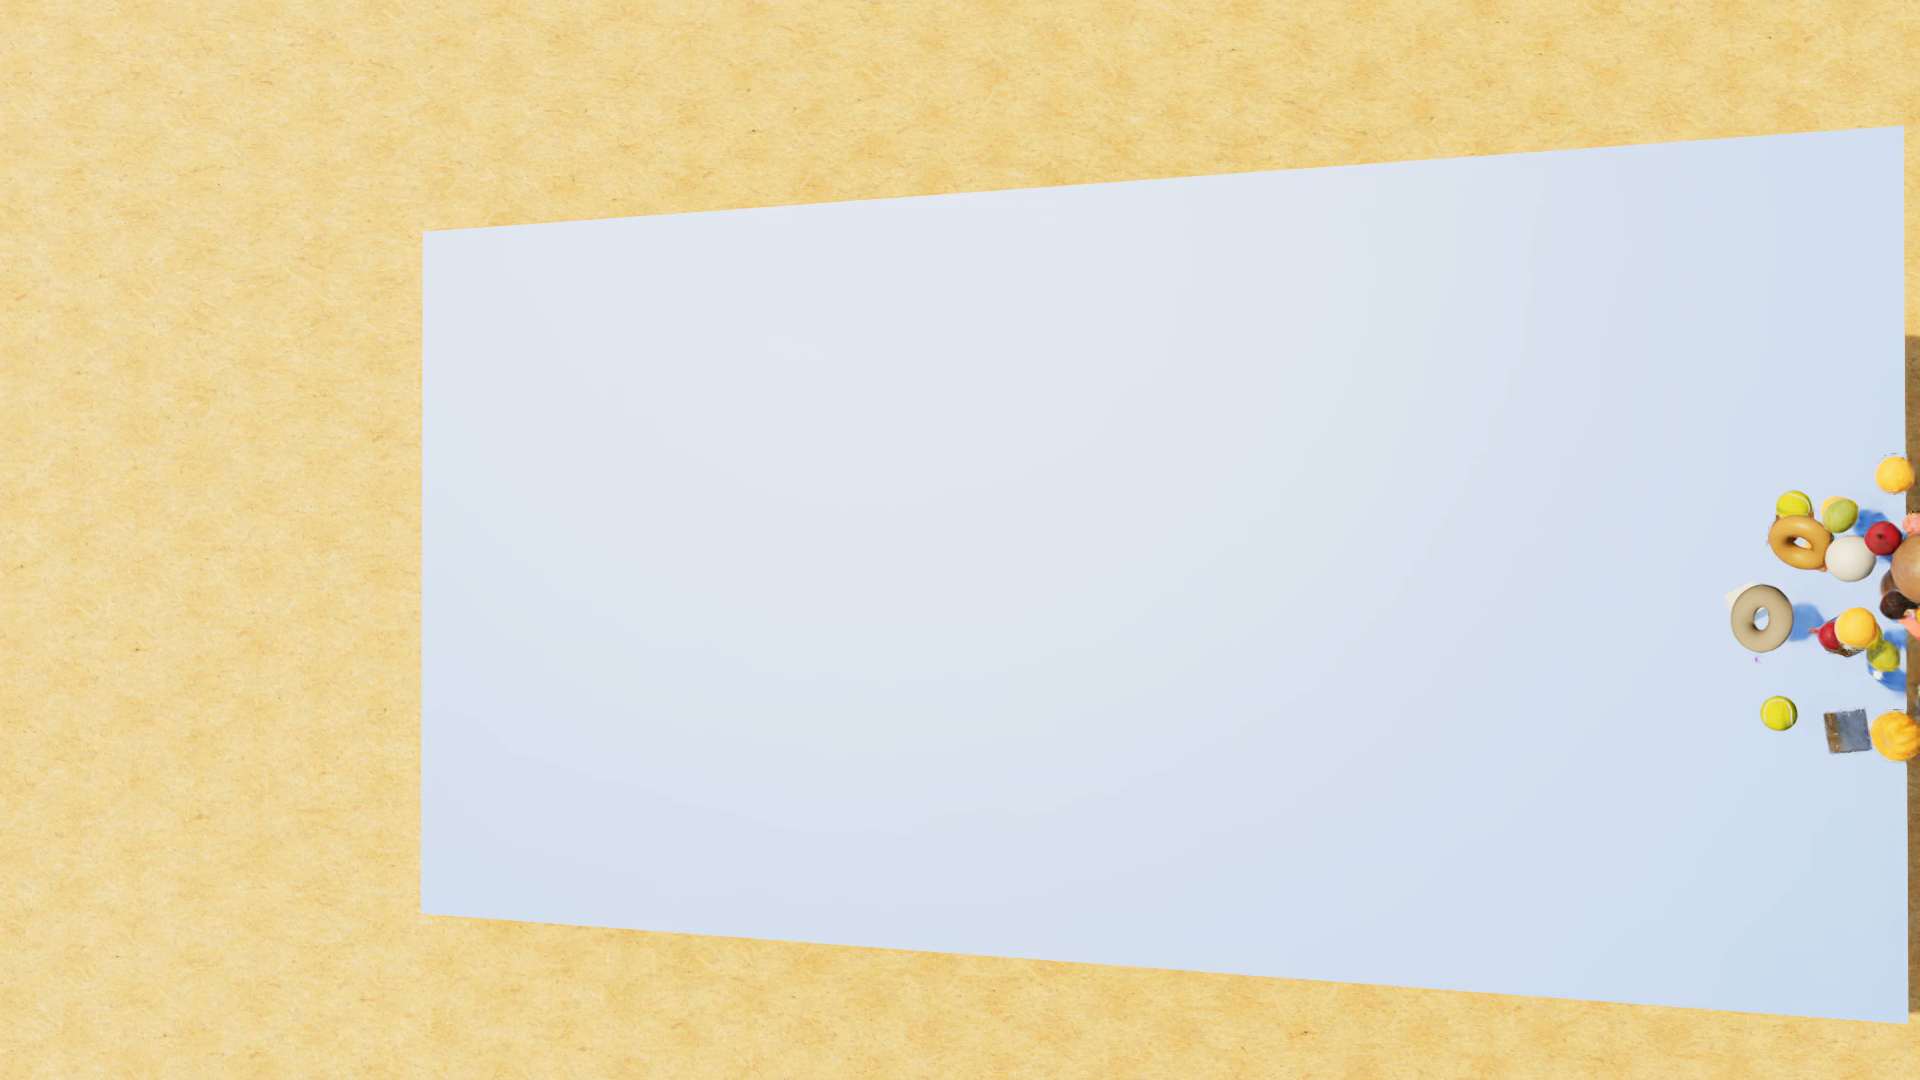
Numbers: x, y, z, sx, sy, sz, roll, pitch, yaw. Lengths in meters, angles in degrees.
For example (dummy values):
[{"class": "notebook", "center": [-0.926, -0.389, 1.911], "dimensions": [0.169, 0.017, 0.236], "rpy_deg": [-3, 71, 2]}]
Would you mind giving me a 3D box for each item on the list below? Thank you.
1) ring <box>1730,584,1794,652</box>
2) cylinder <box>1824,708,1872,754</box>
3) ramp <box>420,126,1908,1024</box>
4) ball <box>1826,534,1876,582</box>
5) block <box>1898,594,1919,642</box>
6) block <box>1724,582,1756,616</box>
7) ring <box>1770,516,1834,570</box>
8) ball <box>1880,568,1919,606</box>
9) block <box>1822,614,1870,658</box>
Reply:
[{"class": "ring", "center": [1.620, 0.159, 4.442], "dimensions": [0.046, 0.139, 0.139], "rpy_deg": [6, 89, -32]}, {"class": "cylinder", "center": [1.811, 0.390, 4.488], "dimensions": [0.083, 0.083, 0.083], "rpy_deg": [-8, 85, 0]}, {"class": "ramp", "center": [0.283, 0.085, 5.720], "dimensions": [4.000, 0.100, 2.000], "rpy_deg": [0, 89, 23]}, {"class": "ball", "center": [1.684, 0.035, 4.157], "dimensions": [0.090, 0.090, 0.090], "rpy_deg": [0, 89, 0]}, {"class": "block", "center": [2.035, 0.158, 4.597], "dimensions": [0.086, 0.086, 0.086], "rpy_deg": [46, 132, 5]}, {"class": "block", "center": [1.716, 0.142, 4.800], "dimensions": [0.066, 0.066, 0.066], "rpy_deg": [-28, 65, 6]}, {"class": "ring", "center": [1.665, 0.006, 4.347], "dimensions": [0.130, 0.130, 0.043], "rpy_deg": [40, 58, 0]}, {"class": "ball", "center": [2.056, 0.102, 4.807], "dimensions": [0.086, 0.086, 0.086], "rpy_deg": [0, 89, 0]}, {"class": "block", "center": [1.790, 0.192, 4.438], "dimensions": [0.061, 0.061, 0.061], "rpy_deg": [-22, 110, -24]}]
